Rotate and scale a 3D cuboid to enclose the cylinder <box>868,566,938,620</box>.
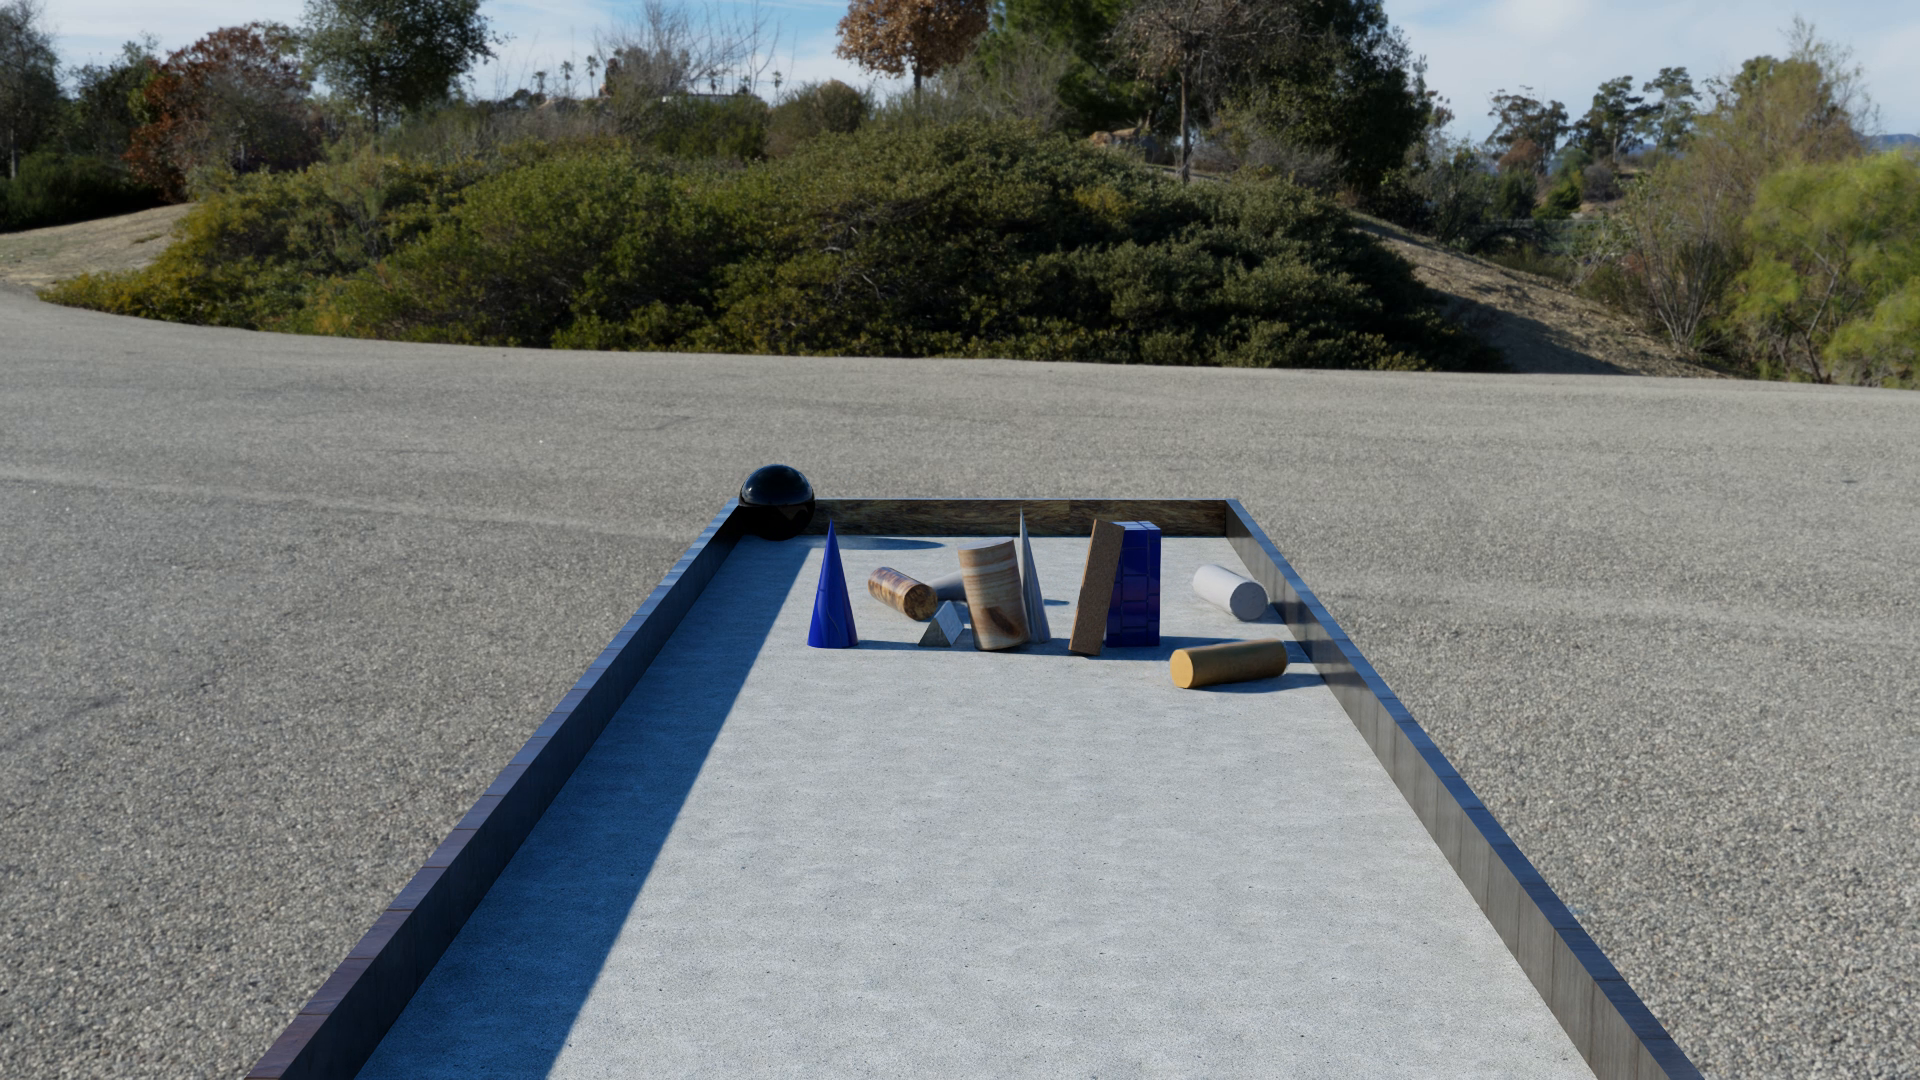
[{"bbox_3d":[-0.197,0.180,7.480,0.122,0.122,0.370,-3,10,-21],"label":"cylinder"}]

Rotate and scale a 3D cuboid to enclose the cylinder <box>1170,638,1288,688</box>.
[{"bbox_3d":[0.782,0.356,6.397,0.337,0.114,0.114,-5,10,-29],"label":"cylinder"}]

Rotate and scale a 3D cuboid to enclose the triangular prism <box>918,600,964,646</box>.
[{"bbox_3d":[-0.059,0.264,7.037,0.105,0.091,0.311,1,9,8],"label":"triangular prism"}]

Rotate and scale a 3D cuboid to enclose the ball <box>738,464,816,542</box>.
[{"bbox_3d":[-0.747,-0.152,8.965,0.314,0.314,0.314,0,9,0],"label":"ball"}]

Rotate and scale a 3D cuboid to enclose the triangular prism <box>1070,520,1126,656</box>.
[{"bbox_3d":[0.404,0.146,6.793,0.107,0.407,0.093,14,-5,-24],"label":"triangular prism"}]

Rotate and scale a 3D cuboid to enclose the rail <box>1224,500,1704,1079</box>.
[{"bbox_3d":[1.046,0.843,3.208,0.050,0.150,12.000,0,9,1],"label":"rail"}]

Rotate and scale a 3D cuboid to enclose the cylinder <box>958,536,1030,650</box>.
[{"bbox_3d":[0.106,0.166,6.861,0.179,0.319,0.179,-10,8,1],"label":"cylinder"}]

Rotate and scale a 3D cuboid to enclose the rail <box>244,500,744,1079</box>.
[{"bbox_3d":[-1.004,0.839,3.234,0.050,0.150,12.000,0,9,1],"label":"rail"}]

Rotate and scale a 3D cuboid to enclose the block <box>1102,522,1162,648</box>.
[{"bbox_3d":[0.530,0.139,6.951,0.171,0.371,0.171,-1,9,-8],"label":"block"}]

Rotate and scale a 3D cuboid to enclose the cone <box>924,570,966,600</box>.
[{"bbox_3d":[-0.087,0.174,7.688,0.389,0.142,0.142,-10,9,4],"label":"cone"}]

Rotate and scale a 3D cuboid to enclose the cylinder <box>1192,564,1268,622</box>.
[{"bbox_3d":[0.914,0.177,7.472,0.132,0.132,0.365,-2,9,-14],"label":"cylinder"}]

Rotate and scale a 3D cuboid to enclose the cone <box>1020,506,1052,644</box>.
[{"bbox_3d":[0.214,0.104,6.949,0.111,0.431,0.111,-6,12,1],"label":"cone"}]

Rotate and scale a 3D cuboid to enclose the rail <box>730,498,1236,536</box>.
[{"bbox_3d":[0.099,-0.098,9.147,2.100,0.150,0.050,0,9,1],"label":"rail"}]

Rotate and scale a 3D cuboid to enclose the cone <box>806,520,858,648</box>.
[{"bbox_3d":[-0.402,0.126,6.916,0.165,0.407,0.165,0,9,0],"label":"cone"}]
